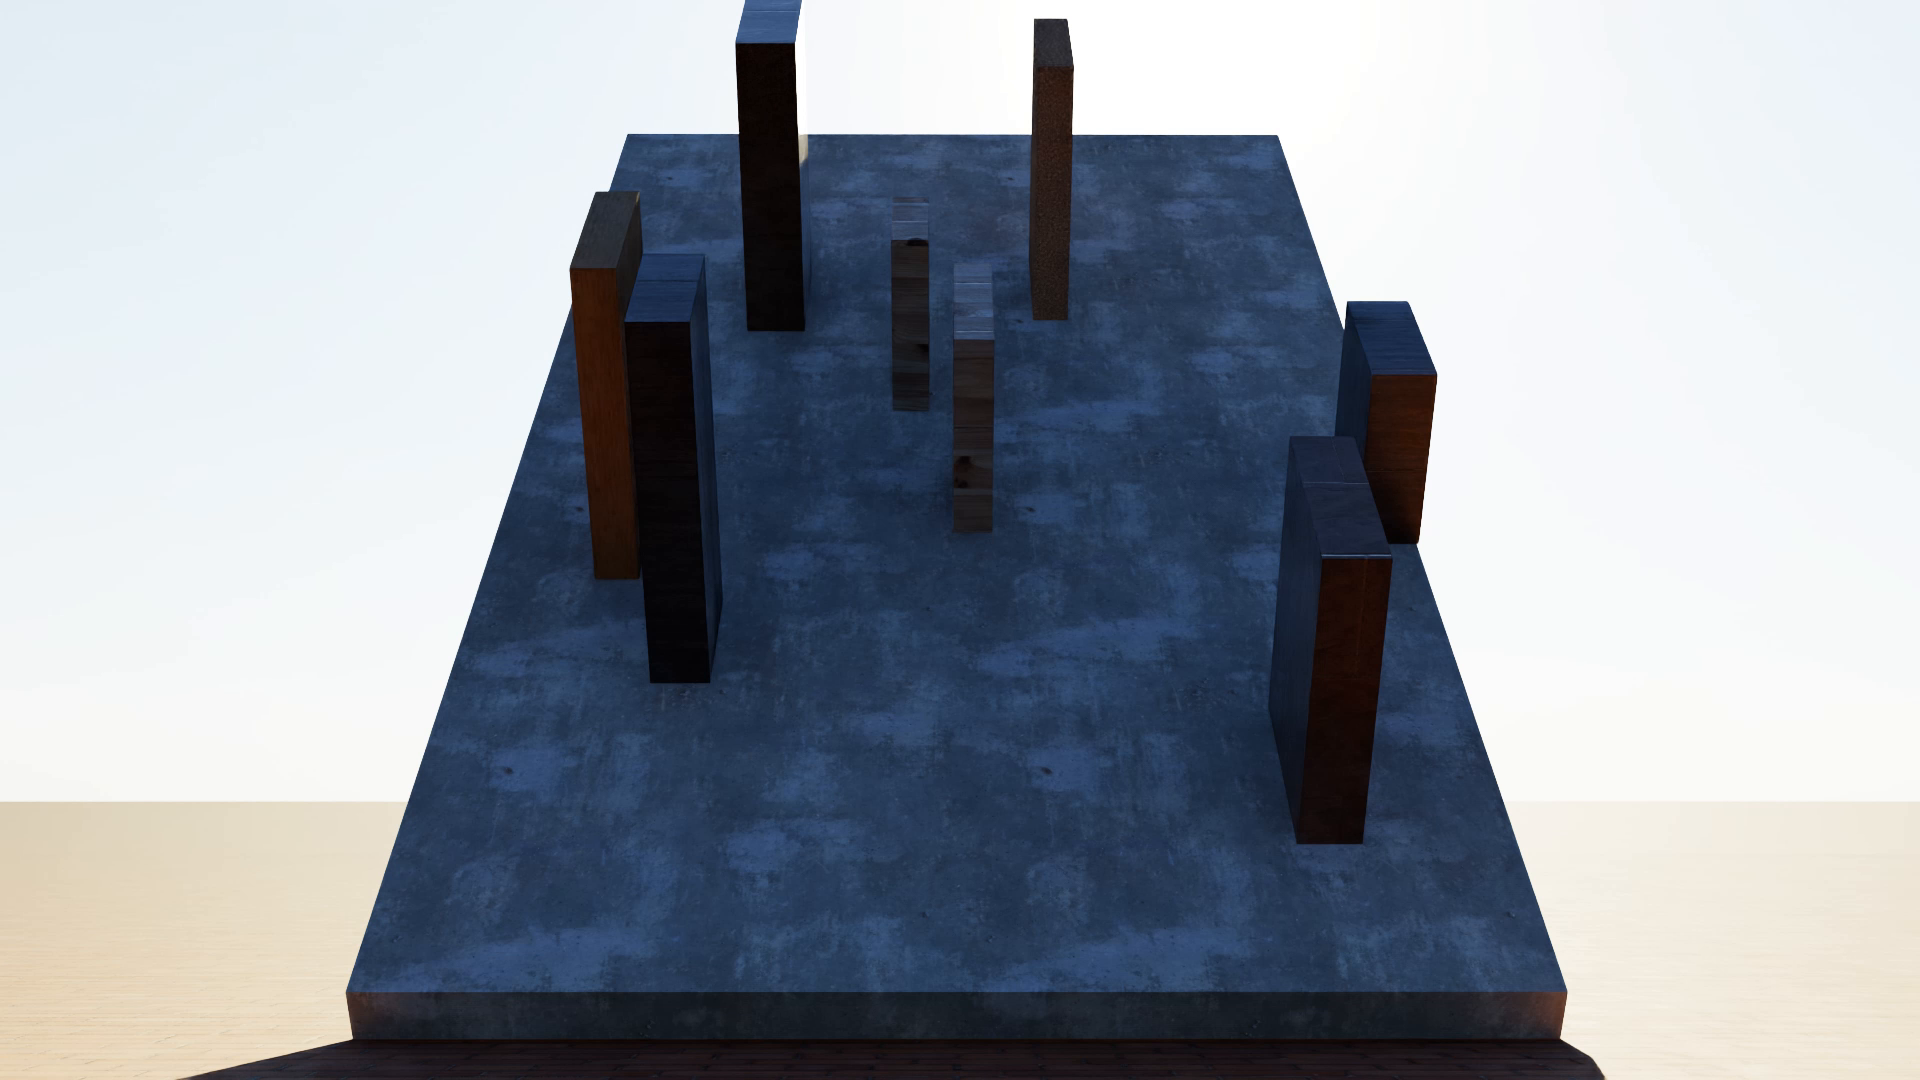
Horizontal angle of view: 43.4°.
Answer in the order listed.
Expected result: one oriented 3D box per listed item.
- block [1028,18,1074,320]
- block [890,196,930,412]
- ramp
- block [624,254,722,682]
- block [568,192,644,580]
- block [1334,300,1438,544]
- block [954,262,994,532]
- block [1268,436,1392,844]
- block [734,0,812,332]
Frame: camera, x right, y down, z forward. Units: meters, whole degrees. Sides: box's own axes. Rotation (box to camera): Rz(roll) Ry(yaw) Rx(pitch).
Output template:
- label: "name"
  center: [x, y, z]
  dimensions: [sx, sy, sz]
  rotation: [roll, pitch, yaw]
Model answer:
- label: "block"
  center: [0.234, -0.957, 6.228]
  dimensions: [0.089, 0.678, 0.385]
  rotation: [0, 30, 0]
- label: "block"
  center: [-0.117, -0.566, 5.780]
  dimensions: [0.086, 0.441, 0.264]
  rotation: [0, 30, 0]
- label: "ramp"
  center: [-0.013, -0.211, 5.706]
  dimensions: [2.000, 0.100, 4.000]
  rotation: [0, 30, 0]
- label: "block"
  center: [-0.549, -0.134, 4.684]
  dimensions: [0.118, 0.778, 0.312]
  rotation: [0, 30, 0]
- label: "block"
  center: [-0.723, -0.327, 5.088]
  dimensions: [0.092, 0.710, 0.408]
  rotation: [0, 30, 0]
- label: "block"
  center: [0.926, -0.261, 5.289]
  dimensions: [0.137, 0.407, 0.375]
  rotation: [0, 30, 0]
- label: "block"
  center: [0.028, -0.317, 5.323]
  dimensions: [0.085, 0.464, 0.403]
  rotation: [0, 30, 0]
- label: "block"
  center: [0.658, 0.176, 4.341]
  dimensions: [0.117, 0.588, 0.443]
  rotation: [0, 30, 0]
- label: "block"
  center: [-0.470, -0.953, 6.135]
  dimensions: [0.146, 0.759, 0.364]
  rotation: [0, 30, 0]
